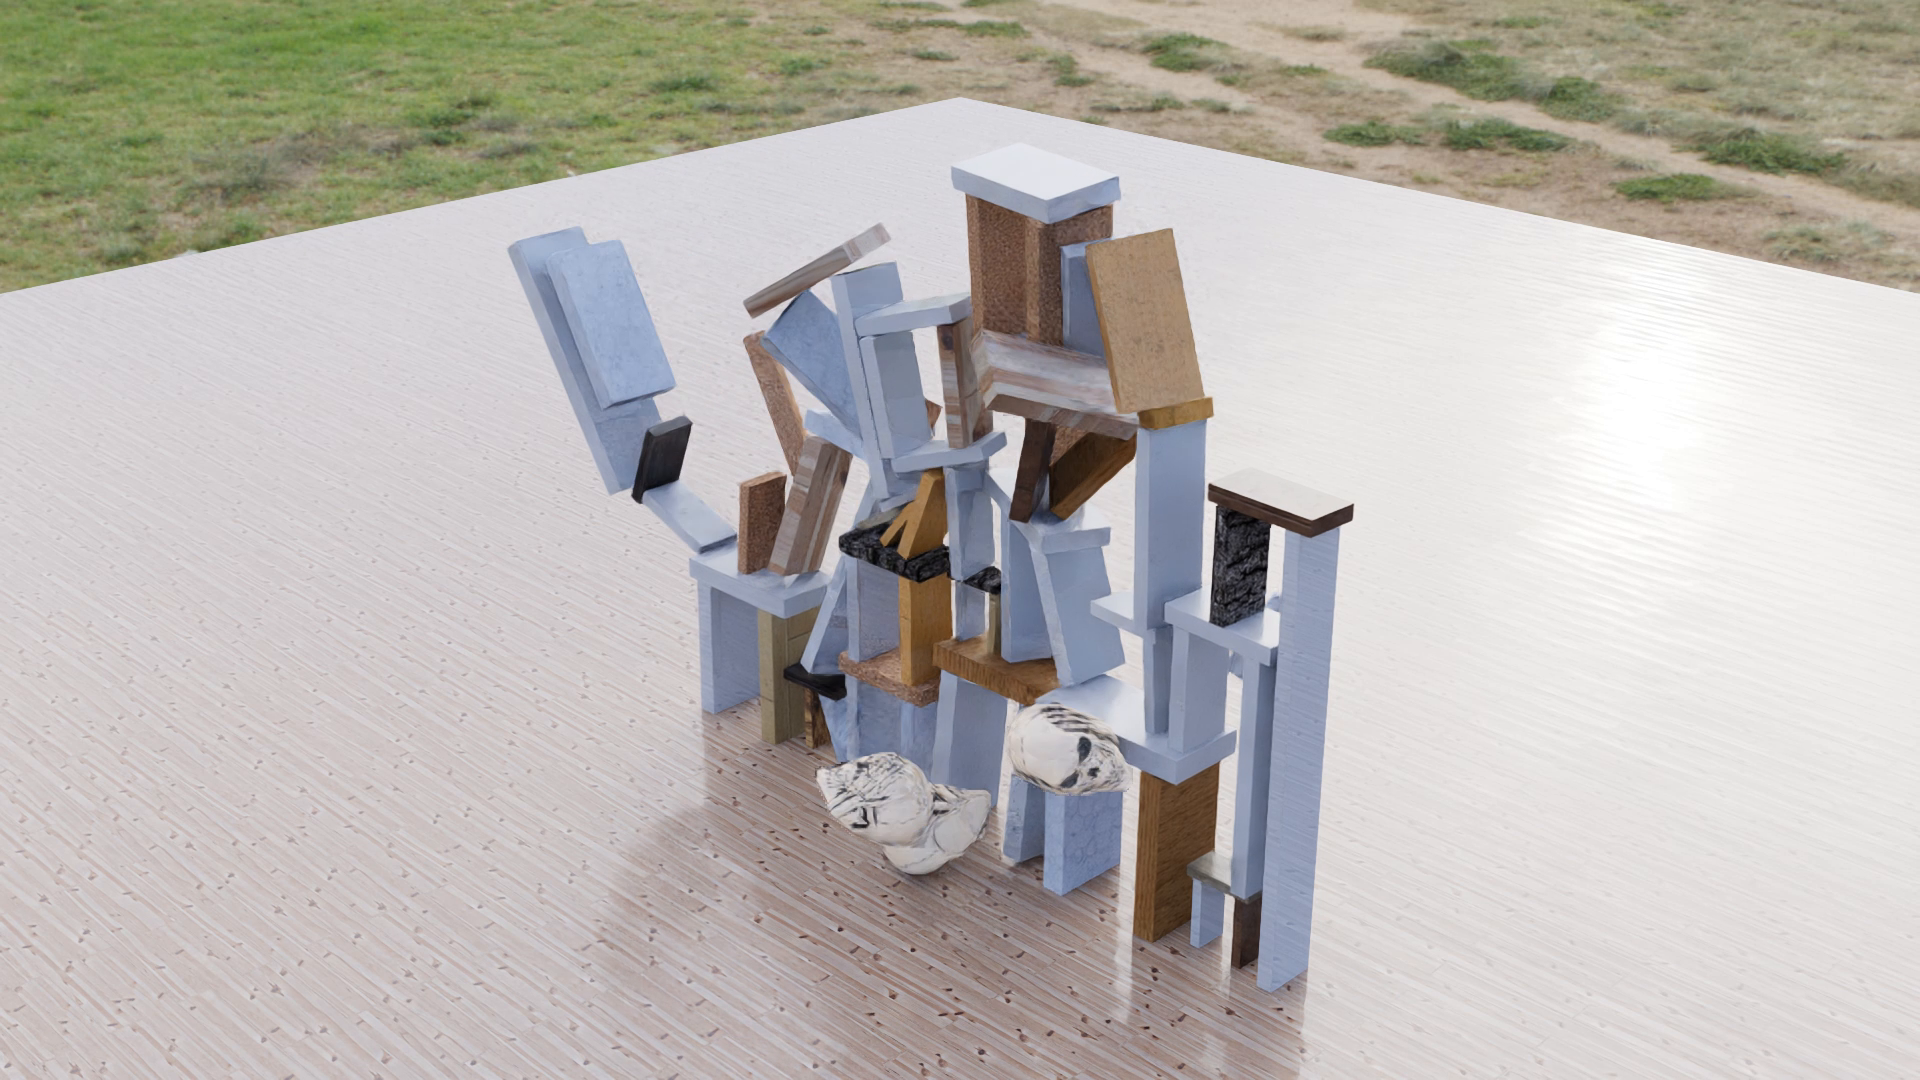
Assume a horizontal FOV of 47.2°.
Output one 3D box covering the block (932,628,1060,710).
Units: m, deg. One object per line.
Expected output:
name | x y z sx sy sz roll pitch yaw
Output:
block | 0.114 0.255 4.279 0.315 0.045 0.158 21 24 40

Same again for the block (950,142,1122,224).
block | 0.128 -0.620 3.810 0.150 0.042 0.300 -23 31 -25

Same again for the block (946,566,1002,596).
block | 0.042 0.071 4.296 0.126 0.018 0.063 20 34 36

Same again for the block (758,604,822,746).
block | -0.357 0.271 4.725 0.044 0.310 0.155 21 31 39

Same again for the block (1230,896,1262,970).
block | 0.519 0.693 3.947 0.071 0.141 0.020 -21 31 -41

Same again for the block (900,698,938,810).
block | -0.064 0.417 4.468 0.034 0.242 0.121 21 31 41

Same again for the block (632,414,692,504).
block | -0.658 -0.176 4.854 0.103 0.207 0.029 -24 58 -38

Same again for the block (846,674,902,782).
block | -0.179 0.372 4.573 0.034 0.242 0.121 21 31 41

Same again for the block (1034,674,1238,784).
block | 0.319 0.340 4.028 0.339 0.048 0.170 21 31 40

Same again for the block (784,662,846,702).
block | -0.291 0.294 4.651 0.152 0.022 0.076 20 30 35

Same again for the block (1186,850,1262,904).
block | 0.484 0.605 3.946 0.071 0.020 0.141 -21 31 -40

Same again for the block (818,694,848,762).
block | -0.246 0.386 4.660 0.022 0.152 0.076 -7 13 43

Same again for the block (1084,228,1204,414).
block | 0.307 -0.364 3.665 0.143 0.286 0.041 -13 7 -10

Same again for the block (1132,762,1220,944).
block | 0.397 0.552 4.026 0.048 0.339 0.170 22 31 40

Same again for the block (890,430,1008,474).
block | -0.021 -0.169 4.210 0.202 0.029 0.101 -7 16 32

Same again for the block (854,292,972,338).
block | -0.072 -0.428 4.147 0.237 0.034 0.118 -4 18 41

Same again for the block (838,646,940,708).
block | -0.121 0.267 4.467 0.242 0.034 0.121 21 31 41

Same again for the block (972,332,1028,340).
block | 0.148 -0.342 4.016 0.130 0.037 0.261 -22 30 -25

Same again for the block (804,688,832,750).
block | -0.296 0.364 4.707 0.076 0.152 0.022 -21 30 -40

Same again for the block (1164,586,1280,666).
block | 0.479 0.145 3.774 0.119 0.034 0.238 -20 30 -39

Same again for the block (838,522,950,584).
block | -0.121 0.022 4.370 0.229 0.032 0.114 21 31 39

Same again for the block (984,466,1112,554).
block | 0.162 -0.062 4.139 0.140 0.040 0.279 -8 30 -20

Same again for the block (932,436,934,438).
block | -0.108 -0.232 4.514 0.067 0.019 0.133 11 17 -24

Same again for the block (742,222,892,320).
block | -0.281 -0.526 4.299 0.289 0.041 0.144 -23 11 39

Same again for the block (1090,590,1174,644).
block | 0.327 0.137 3.951 0.091 0.026 0.183 -15 24 -32

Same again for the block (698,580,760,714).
block | -0.501 0.214 4.857 0.044 0.310 0.155 23 32 40

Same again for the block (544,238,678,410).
block | -0.771 -0.479 4.862 0.177 0.354 0.050 -20 -1 -40

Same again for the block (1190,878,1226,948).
block | 0.453 0.667 4.009 0.020 0.141 0.071 21 31 41

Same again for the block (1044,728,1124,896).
block | 0.237 0.489 4.174 0.048 0.339 0.170 21 31 40

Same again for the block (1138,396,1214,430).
block | 0.312 -0.234 3.840 0.127 0.036 0.254 -14 16 -32

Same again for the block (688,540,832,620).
block | -0.422 0.080 4.718 0.311 0.044 0.155 21 31 40

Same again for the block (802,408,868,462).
block | -0.182 -0.203 4.547 0.147 0.042 0.293 5 17 -40

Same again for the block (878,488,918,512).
block | -0.095 -0.087 4.315 0.067 0.019 0.134 -22 1 -37

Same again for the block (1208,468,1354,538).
block | 0.527 -0.063 3.623 0.109 0.031 0.219 -20 30 -39

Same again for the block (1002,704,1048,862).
block | 0.168 0.455 4.263 0.045 0.315 0.158 22 24 41

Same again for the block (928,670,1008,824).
block | 0.020 0.397 4.399 0.045 0.315 0.158 21 24 40
